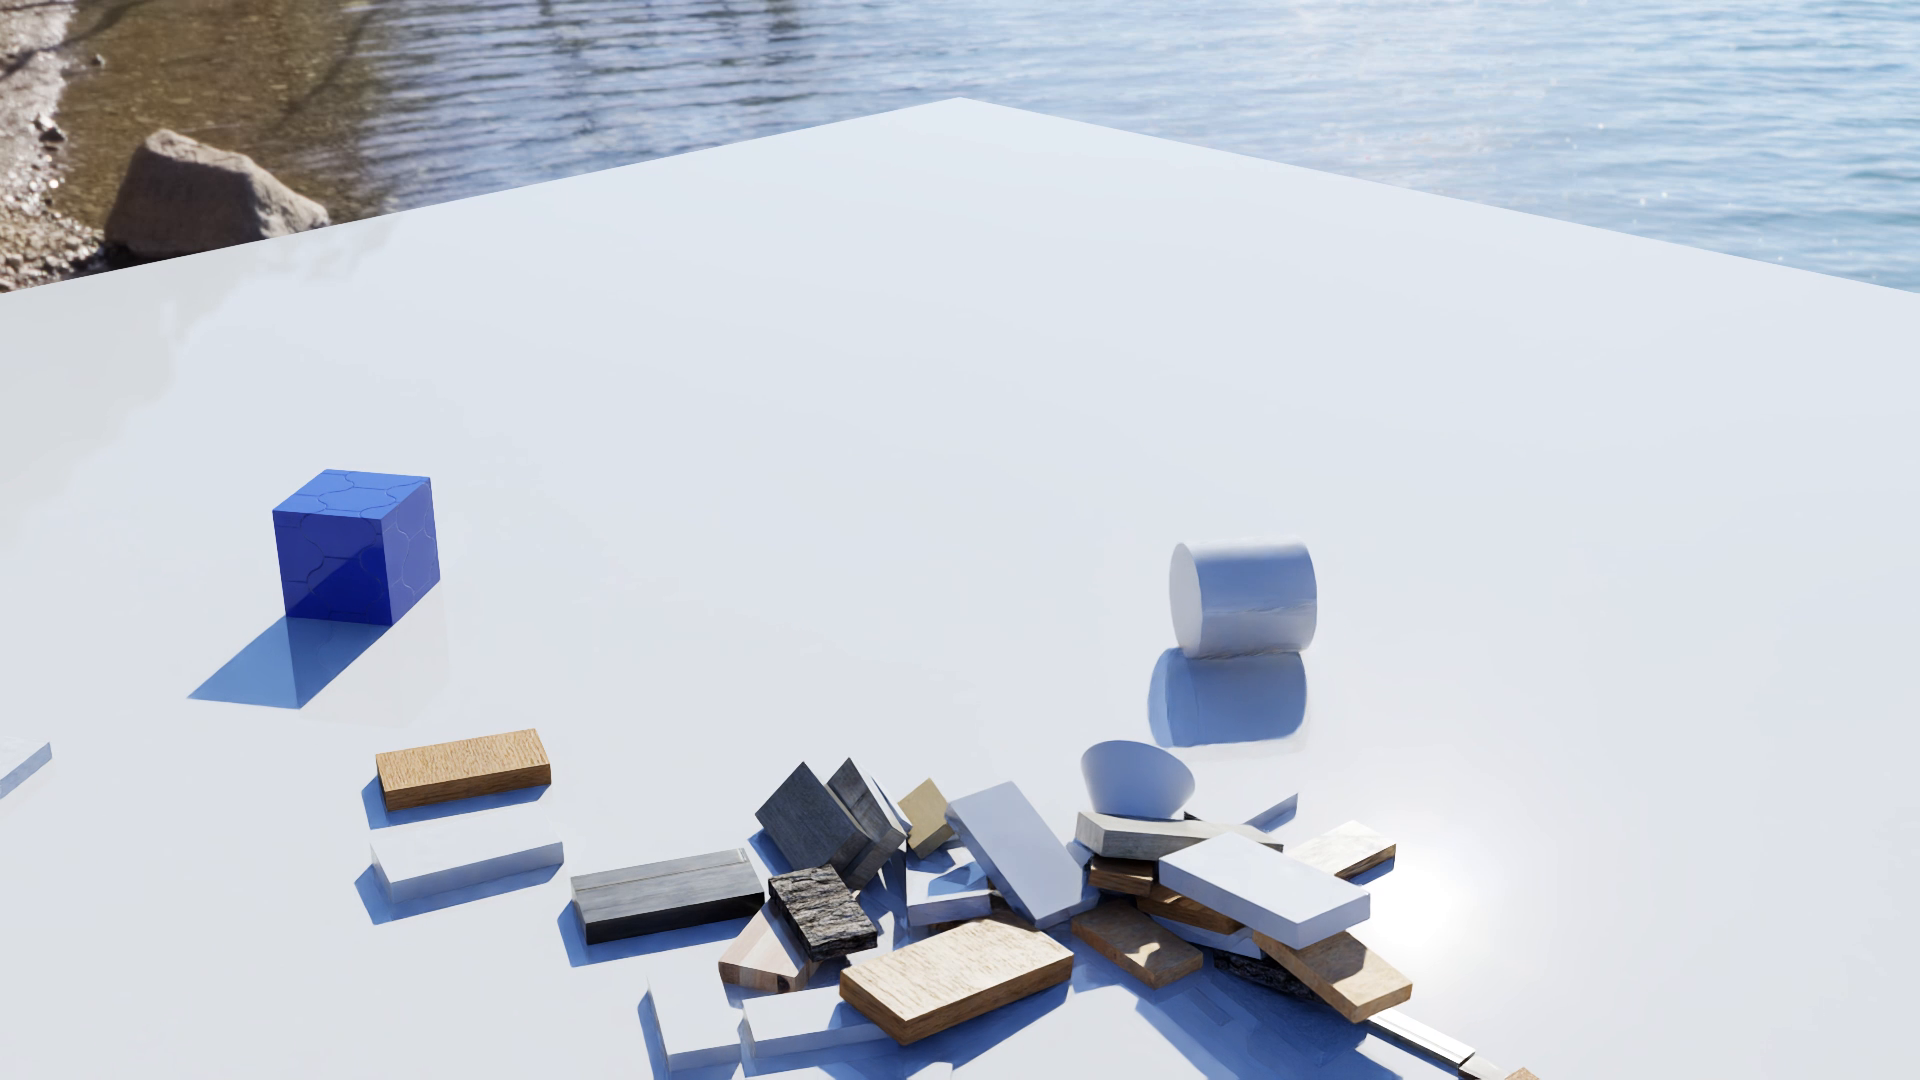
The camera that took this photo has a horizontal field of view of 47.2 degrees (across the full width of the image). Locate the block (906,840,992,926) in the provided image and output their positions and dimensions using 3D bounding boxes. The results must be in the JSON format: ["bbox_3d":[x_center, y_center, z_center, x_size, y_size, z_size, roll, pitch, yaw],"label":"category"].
[{"bbox_3d":[-0.024,0.632,4.147,0.149,0.042,0.299,-8,16,0],"label":"block"}]

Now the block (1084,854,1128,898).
[{"bbox_3d":[0.228,0.628,4.196,0.209,0.030,0.104,12,13,16],"label":"block"}]

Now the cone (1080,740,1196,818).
[{"bbox_3d":[0.323,0.557,4.312,0.235,0.235,0.235,7,51,16],"label":"cone"}]

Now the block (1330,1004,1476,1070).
[{"bbox_3d":[0.707,0.818,3.814,0.399,0.015,0.051,21,31,40],"label":"block"}]

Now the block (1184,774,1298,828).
[{"bbox_3d":[0.568,0.543,4.441,0.225,0.032,0.112,-21,31,-40],"label":"block"}]

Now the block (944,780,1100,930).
[{"bbox_3d":[0.114,0.588,4.103,0.149,0.042,0.299,-15,50,-32],"label":"block"}]

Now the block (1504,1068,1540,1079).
[{"bbox_3d":[0.942,0.905,3.586,0.051,0.015,0.103,-17,38,-37],"label":"block"}]

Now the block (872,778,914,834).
[{"bbox_3d":[-0.166,0.552,4.315,0.030,0.104,0.209,38,2,-26],"label":"block"}]

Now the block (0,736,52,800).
[{"bbox_3d":[-2.028,0.494,4.544,0.145,0.041,0.291,5,23,11],"label":"block"}]

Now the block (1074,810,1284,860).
[{"bbox_3d":[0.415,0.572,4.184,0.355,0.050,0.177,6,3,-13],"label":"block"}]

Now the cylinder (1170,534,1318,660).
[{"bbox_3d":[0.654,0.132,5.102,0.272,0.272,0.272,-4,23,-10],"label":"cylinder"}]

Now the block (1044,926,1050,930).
[{"bbox_3d":[0.165,0.691,4.114,0.054,0.015,0.107,14,27,29],"label":"block"}]

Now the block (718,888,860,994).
[{"bbox_3d":[-0.308,0.720,4.010,0.149,0.042,0.299,8,24,18],"label":"block"}]

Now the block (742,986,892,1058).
[{"bbox_3d":[-0.241,0.822,3.779,0.247,0.035,0.123,-6,24,-14],"label":"block"}]

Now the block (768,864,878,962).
[{"bbox_3d":[-0.252,0.678,4.010,0.123,0.035,0.247,-9,25,-21],"label":"block"}]

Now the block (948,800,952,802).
[{"bbox_3d":[-0.025,0.536,4.319,0.061,0.017,0.121,-13,11,-23],"label":"block"}]

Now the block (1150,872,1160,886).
[{"bbox_3d":[0.447,0.642,4.220,0.157,0.022,0.078,-19,29,-37],"label":"block"}]

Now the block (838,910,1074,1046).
[{"bbox_3d":[-0.003,0.760,3.849,0.387,0.050,0.177,-13,28,-39],"label":"block"}]

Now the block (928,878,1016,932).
[{"bbox_3d":[0.056,0.679,4.119,0.115,0.033,0.230,17,28,34],"label":"block"}]

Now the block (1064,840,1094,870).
[{"bbox_3d":[0.198,0.622,4.136,0.054,0.015,0.107,27,62,24],"label":"block"}]

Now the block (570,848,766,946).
[{"bbox_3d":[-0.549,0.667,4.129,0.335,0.047,0.167,-8,24,-17],"label":"block"}]

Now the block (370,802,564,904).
[{"bbox_3d":[-0.957,0.606,4.271,0.335,0.047,0.167,-11,25,-25],"label":"block"}]

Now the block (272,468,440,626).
[{"bbox_3d":[-1.468,0.015,5.370,0.278,0.278,0.278,5,23,11],"label":"block"}]

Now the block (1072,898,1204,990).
[{"bbox_3d":[0.320,0.732,3.995,0.115,0.033,0.230,-16,28,-34],"label":"block"}]

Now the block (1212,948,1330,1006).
[{"bbox_3d":[0.588,0.748,3.891,0.130,0.037,0.259,-20,19,-38],"label":"block"}]

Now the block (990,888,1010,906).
[{"bbox_3d":[0.106,0.652,4.122,0.054,0.015,0.107,12,26,26],"label":"block"}]

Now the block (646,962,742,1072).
[{"bbox_3d":[-0.460,0.819,3.786,0.123,0.035,0.247,-6,24,-14],"label":"block"}]

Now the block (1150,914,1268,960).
[{"bbox_3d":[0.487,0.695,3.996,0.130,0.037,0.259,-20,16,-39],"label":"block"}]

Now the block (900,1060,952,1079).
[{"bbox_3d":[-0.067,0.923,3.556,0.078,0.022,0.235,3,23,7],"label":"block"}]

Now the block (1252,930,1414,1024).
[{"bbox_3d":[0.639,0.725,3.783,0.130,0.037,0.259,-14,31,-32],"label":"block"}]

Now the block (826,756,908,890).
[{"bbox_3d":[-0.207,0.552,4.287,0.041,0.145,0.291,38,5,-29],"label":"block"}]

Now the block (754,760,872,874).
[{"bbox_3d":[-0.290,0.558,4.282,0.145,0.041,0.291,-48,33,-1],"label":"block"}]

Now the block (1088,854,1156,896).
[{"bbox_3d":[0.307,0.614,4.132,0.113,0.032,0.225,10,8,6],"label":"block"}]

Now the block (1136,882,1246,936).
[{"bbox_3d":[0.443,0.663,4.014,0.115,0.033,0.230,-19,16,-37],"label":"block"}]

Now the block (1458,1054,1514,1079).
[{"bbox_3d":[0.884,0.891,3.642,0.103,0.015,0.051,20,30,39],"label":"block"}]

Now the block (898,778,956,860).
[{"bbox_3d":[-0.067,0.540,4.273,0.104,0.030,0.209,-38,20,-3],"label":"block"}]

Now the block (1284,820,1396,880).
[{"bbox_3d":[0.729,0.615,4.269,0.225,0.032,0.113,-18,29,-35],"label":"block"}]

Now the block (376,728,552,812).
[{"bbox_3d":[-1.034,0.476,4.577,0.335,0.047,0.167,-8,24,-19],"label":"block"}]

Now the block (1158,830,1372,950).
[{"bbox_3d":[0.539,0.619,3.913,0.177,0.050,0.355,-14,20,-34],"label":"block"}]

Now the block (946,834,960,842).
[{"bbox_3d":[-0.021,0.559,4.286,0.061,0.017,0.121,-10,10,-8],"label":"block"}]
